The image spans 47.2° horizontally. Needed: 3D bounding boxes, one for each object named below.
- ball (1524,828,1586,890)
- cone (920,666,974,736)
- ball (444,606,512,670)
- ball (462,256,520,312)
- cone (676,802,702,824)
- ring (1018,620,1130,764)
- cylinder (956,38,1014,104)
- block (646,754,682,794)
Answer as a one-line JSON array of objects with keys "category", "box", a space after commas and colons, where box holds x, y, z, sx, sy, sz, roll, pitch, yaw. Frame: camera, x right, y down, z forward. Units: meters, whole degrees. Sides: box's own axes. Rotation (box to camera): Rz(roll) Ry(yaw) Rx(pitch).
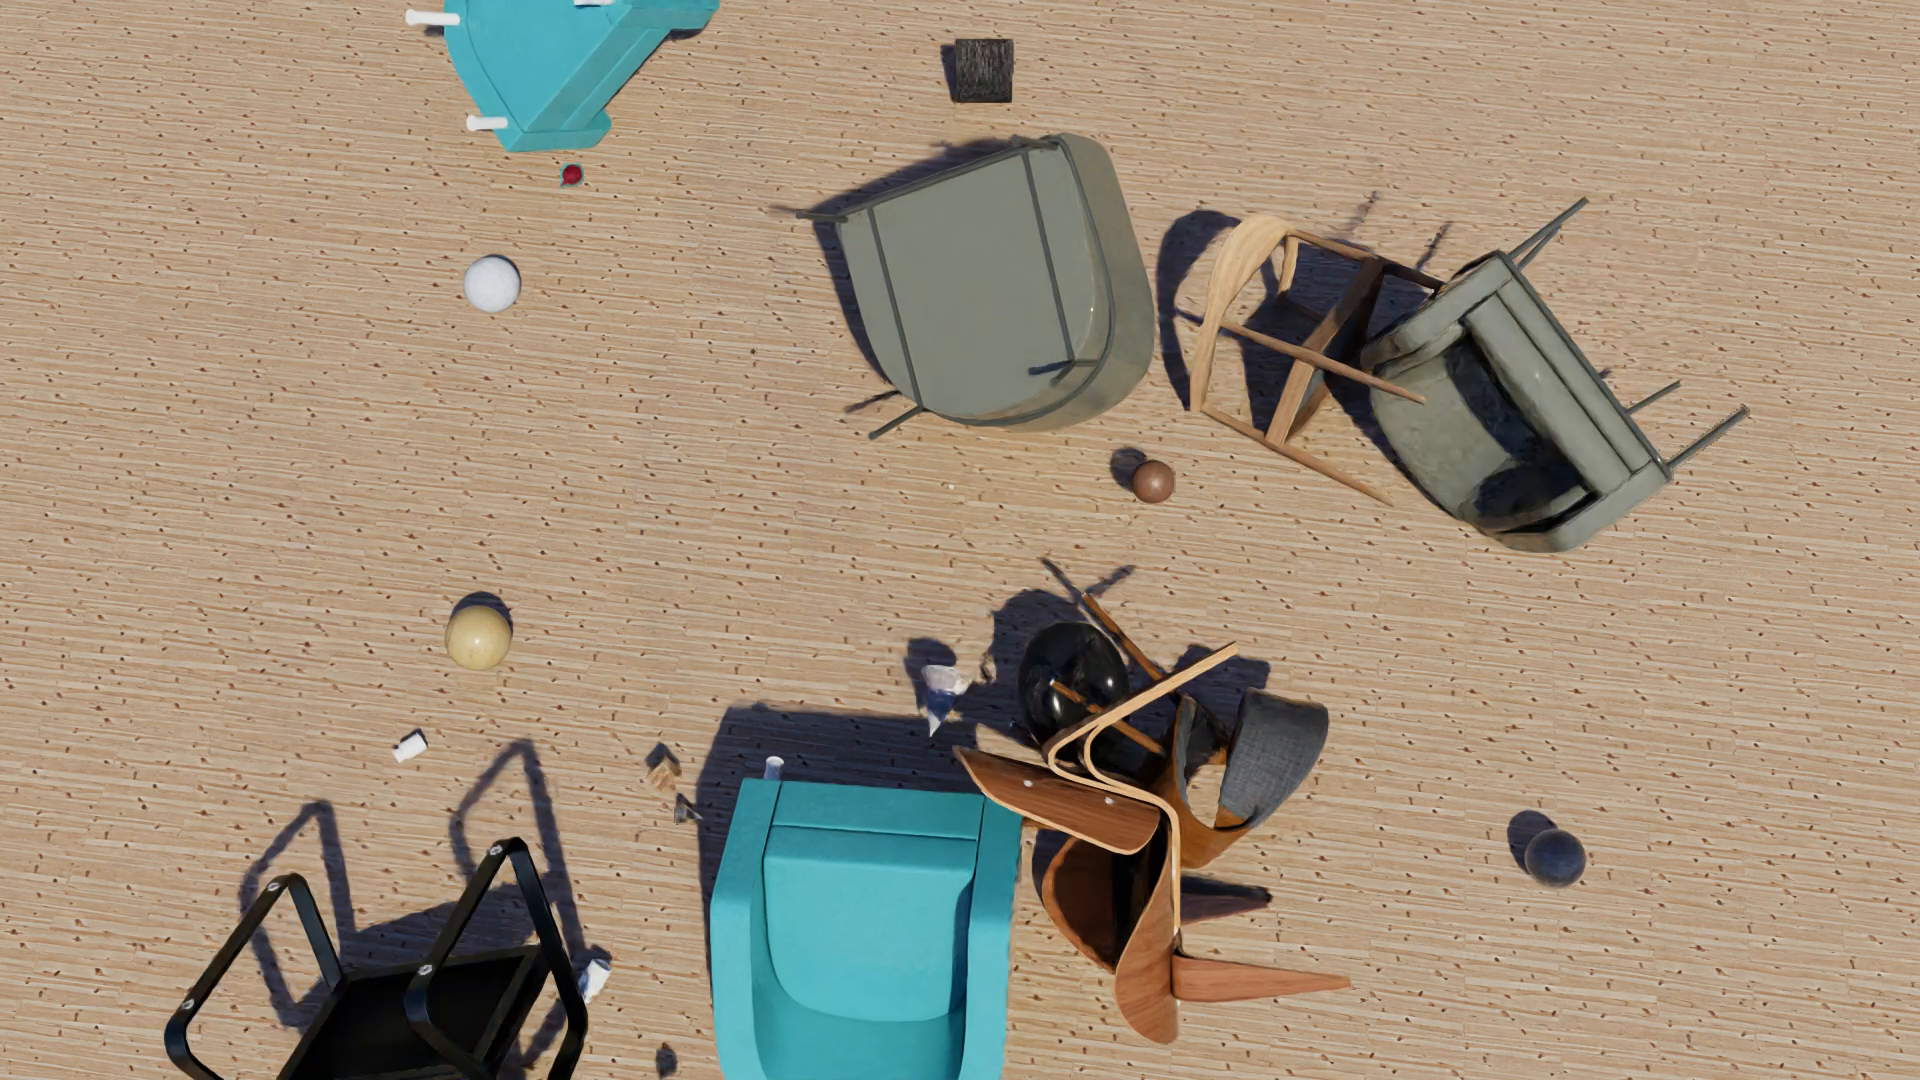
[{"category": "ball", "box": [1.599, 0.856, 5.903, 0.160, 0.160, 0.160, 0, 56, 0]}, {"category": "cone", "box": [-0.058, 0.456, 6.038, 0.157, 0.133, 0.185, -2, 61, 35]}, {"category": "ball", "box": [-1.375, 0.280, 6.273, 0.188, 0.188, 0.188, 0, 56, 0]}, {"category": "ball", "box": [-1.493, -0.815, 7.013, 0.179, 0.179, 0.179, 0, 56, 0]}, {"category": "cone", "box": [-0.735, 0.753, 6.023, 0.074, 0.042, 0.073, 18, 40, -31]}, {"category": "ring", "box": [0.316, 0.418, 6.051, 0.165, 0.402, 0.387, -11, 22, 39]}, {"category": "cylinder", "box": [0.081, -1.596, 7.482, 0.192, 0.255, 0.121, -1, 50, -1]}, {"category": "block", "box": [-0.812, 0.643, 6.027, 0.064, 0.092, 0.063, 44, 93, -5]}]
